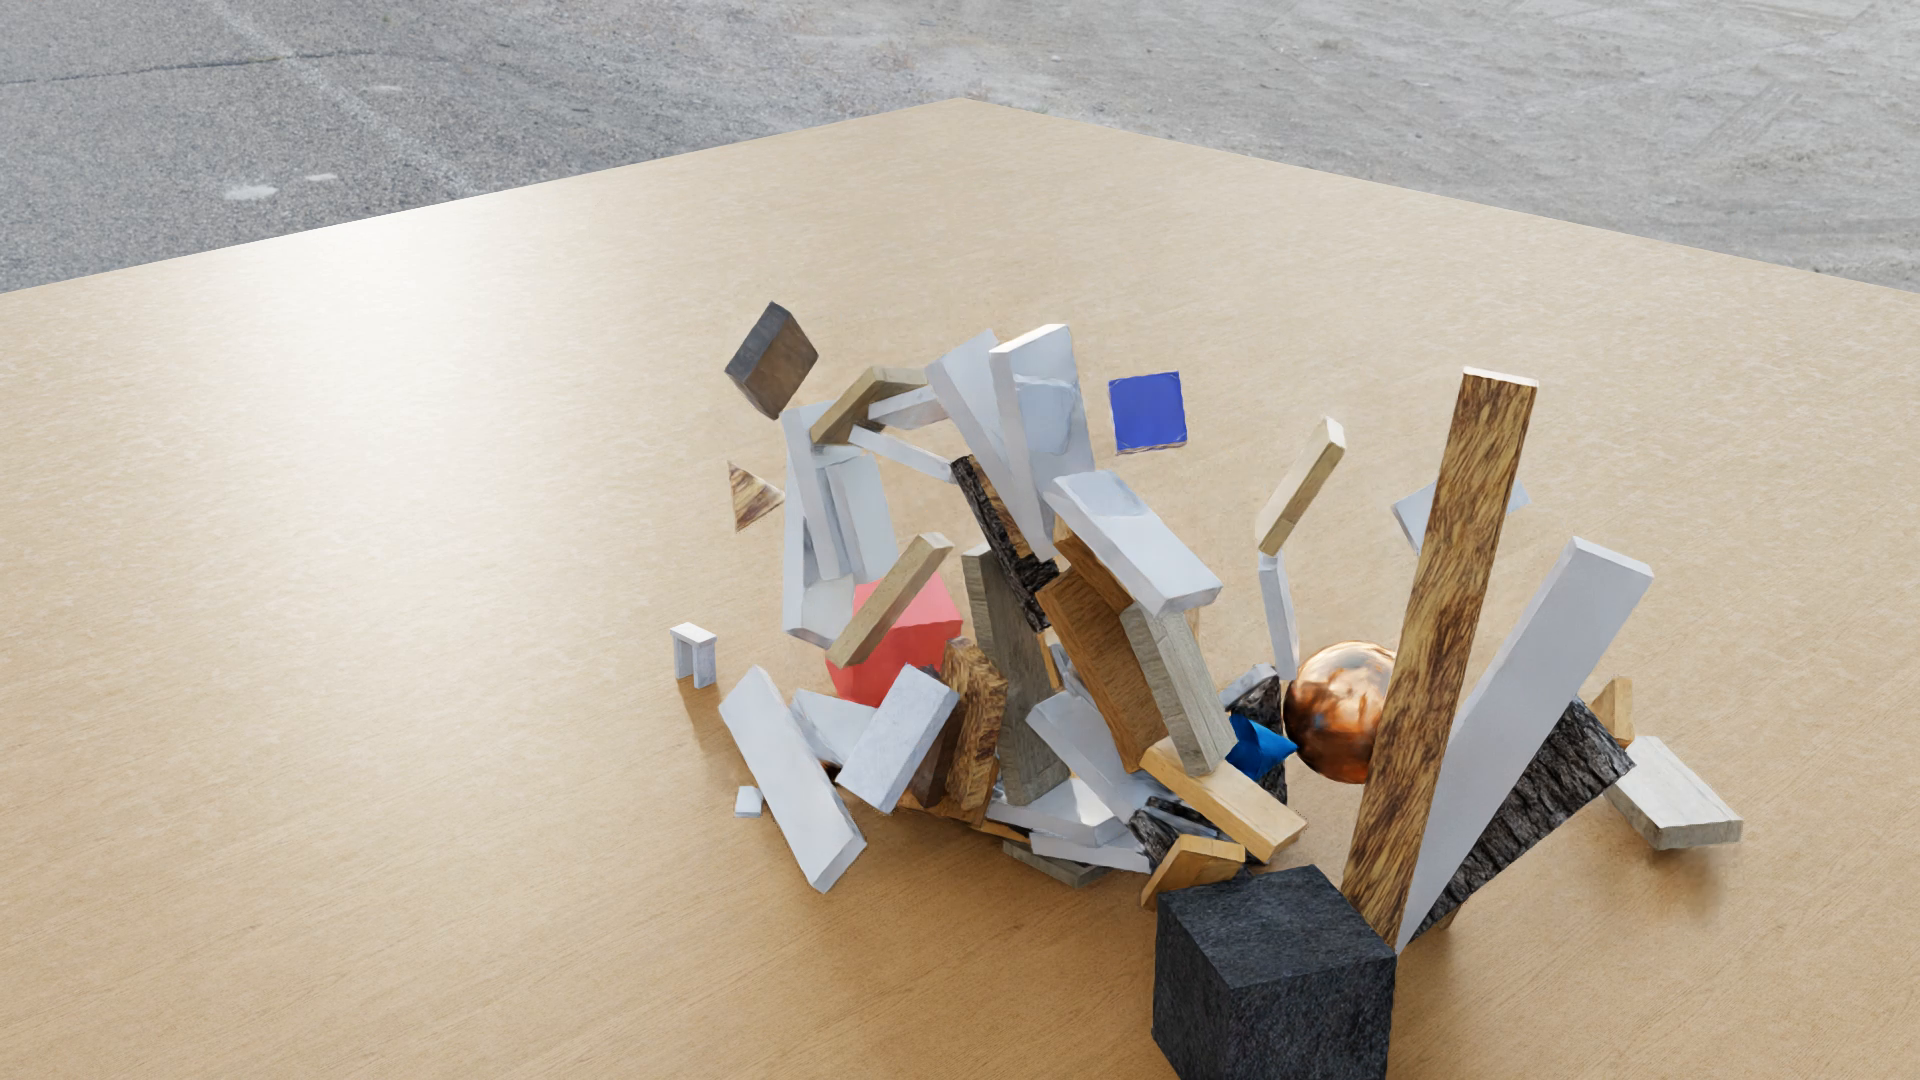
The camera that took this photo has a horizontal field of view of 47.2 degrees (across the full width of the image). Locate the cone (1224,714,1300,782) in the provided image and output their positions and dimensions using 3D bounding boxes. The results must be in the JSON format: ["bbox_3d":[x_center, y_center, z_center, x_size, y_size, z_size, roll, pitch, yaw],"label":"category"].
[{"bbox_3d":[0.570,0.384,4.040,0.135,0.135,0.135,-1,21,-26],"label":"cone"}]

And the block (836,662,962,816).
[{"bbox_3d":[-0.114,0.364,4.037,0.127,0.255,0.036,27,-6,43],"label":"block"}]

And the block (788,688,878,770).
[{"bbox_3d":[-0.221,0.406,4.528,0.038,0.135,0.451,38,-19,-36],"label":"block"}]

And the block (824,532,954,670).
[{"bbox_3d":[-0.134,0.115,4.232,0.042,0.299,0.149,40,11,10],"label":"block"}]

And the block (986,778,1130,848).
[{"bbox_3d":[0.194,0.506,4.185,0.146,0.041,0.364,-22,16,-34],"label":"block"}]

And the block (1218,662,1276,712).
[{"bbox_3d":[0.473,0.291,3.943,0.028,0.195,0.098,54,17,12],"label":"block"}]

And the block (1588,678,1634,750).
[{"bbox_3d":[1.161,0.328,3.925,0.031,0.111,0.221,3,-18,4],"label":"block"}]

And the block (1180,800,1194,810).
[{"bbox_3d":[0.400,0.492,4.337,0.247,0.035,0.124,18,37,-49],"label":"block"}]

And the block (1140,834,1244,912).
[{"bbox_3d":[0.393,0.573,3.731,0.111,0.221,0.031,12,52,-8],"label":"block"}]

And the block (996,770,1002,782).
[{"bbox_3d":[0.041,0.449,4.389,0.129,0.018,0.064,-7,54,51],"label":"block"}]

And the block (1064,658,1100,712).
[{"bbox_3d":[0.237,0.266,4.083,0.015,0.107,0.054,-28,27,37],"label":"block"}]

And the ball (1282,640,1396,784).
[{"bbox_3d":[0.754,0.329,4.193,0.274,0.274,0.274,0,23,0],"label":"ball"}]

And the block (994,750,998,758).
[{"bbox_3d":[-0.042,0.453,4.367,0.038,0.135,0.269,31,-12,-34],"label":"block"}]

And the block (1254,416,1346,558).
[{"bbox_3d":[0.560,-0.088,3.626,0.031,0.222,0.111,28,24,-7],"label":"block"}]

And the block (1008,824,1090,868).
[{"bbox_3d":[0.195,0.564,4.239,0.183,0.026,0.091,24,33,30],"label":"block"}]

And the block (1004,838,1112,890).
[{"bbox_3d":[0.189,0.613,4.280,0.196,0.028,0.098,21,31,40],"label":"block"}]

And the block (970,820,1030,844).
[{"bbox_3d":[0.112,0.558,4.350,0.091,0.026,0.183,-21,19,-40],"label":"block"}]

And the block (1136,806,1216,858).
[{"bbox_3d":[0.387,0.539,3.935,0.166,0.083,0.023,23,-23,-33],"label":"block"}]

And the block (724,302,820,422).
[{"bbox_3d":[-0.389,-0.368,4.582,0.049,0.172,0.344,33,-5,10],"label":"block"}]

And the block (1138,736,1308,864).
[{"bbox_3d":[0.452,0.436,3.778,0.274,0.039,0.137,37,27,20],"label":"block"}]

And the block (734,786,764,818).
[{"bbox_3d":[-0.429,0.534,4.478,0.050,0.014,0.101,4,23,-1],"label":"block"}]

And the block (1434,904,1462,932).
[{"bbox_3d":[0.887,0.603,4.025,0.111,0.221,0.031,25,29,9],"label":"block"}]

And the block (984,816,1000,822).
[{"bbox_3d":[0.046,0.527,4.398,0.183,0.026,0.091,1,16,45],"label":"block"}]

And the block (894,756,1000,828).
[{"bbox_3d":[-0.059,0.464,4.269,0.269,0.135,0.038,8,-19,34],"label":"block"}]

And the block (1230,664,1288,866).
[{"bbox_3d":[0.583,0.437,4.270,0.049,0.348,0.174,3,25,22],"label":"block"}]

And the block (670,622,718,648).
[{"bbox_3d":[-0.602,0.215,4.968,0.104,0.015,0.052,21,31,41],"label":"block"}]

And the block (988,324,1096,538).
[{"bbox_3d":[0.155,-0.197,3.944,0.049,0.345,0.172,3,22,42],"label":"block"}]

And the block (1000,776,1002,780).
[{"bbox_3d":[0.047,0.470,4.430,0.120,0.017,0.060,15,58,39],"label":"block"}]

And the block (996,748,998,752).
[{"bbox_3d":[0.035,0.433,4.337,0.018,0.064,0.129,31,-34,-34],"label":"block"}]

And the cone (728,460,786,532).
[{"bbox_3d":[-0.452,-0.113,4.639,0.139,0.139,0.139,-33,5,4],"label":"cone"}]

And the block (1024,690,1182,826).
[{"bbox_3d":[0.269,0.401,4.062,0.293,0.041,0.146,45,35,19],"label":"block"}]

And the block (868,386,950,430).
[{"bbox_3d":[-0.064,-0.254,4.176,0.106,0.030,0.212,13,-19,-43],"label":"block"}]

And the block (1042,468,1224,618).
[{"bbox_3d":[0.291,0.001,3.718,0.153,0.043,0.305,-10,49,-45],"label":"block"}]

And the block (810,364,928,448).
[{"bbox_3d":[-0.178,-0.257,4.263,0.121,0.242,0.034,3,61,-36],"label":"block"}]
